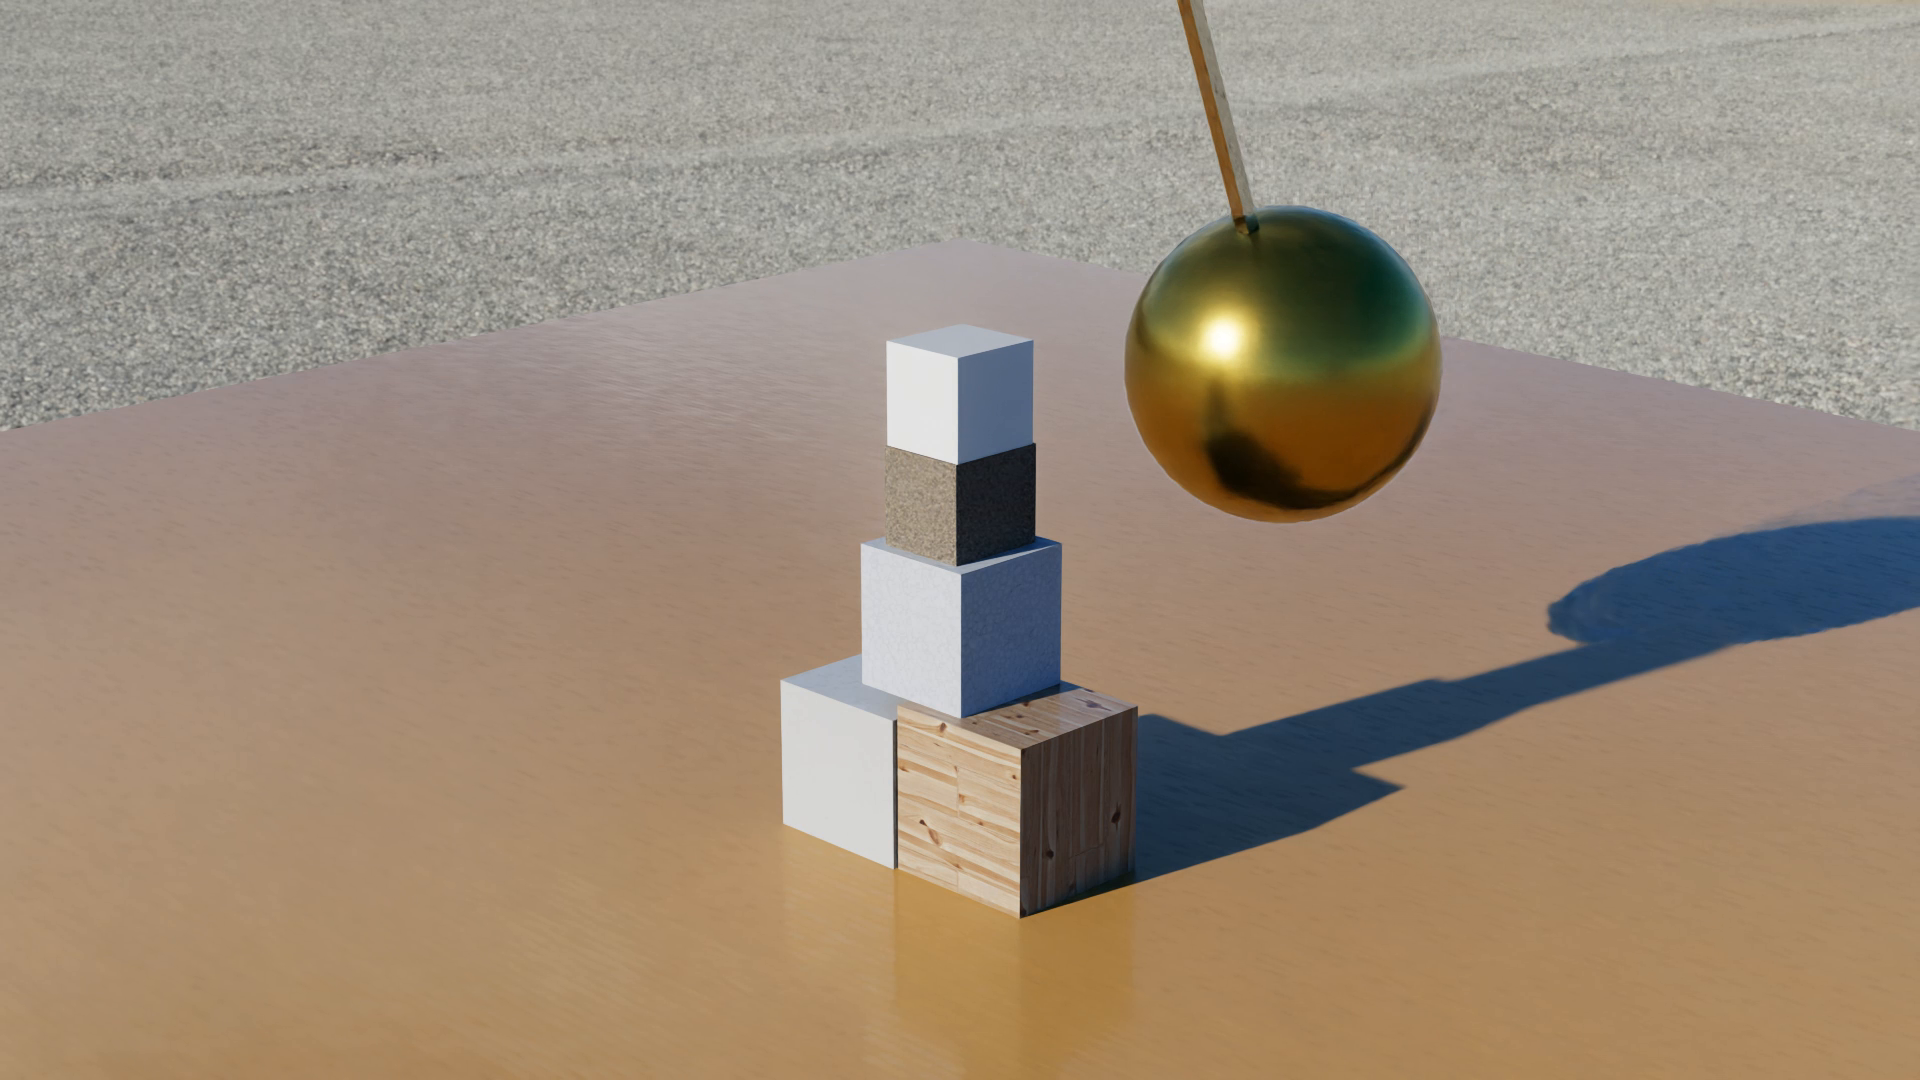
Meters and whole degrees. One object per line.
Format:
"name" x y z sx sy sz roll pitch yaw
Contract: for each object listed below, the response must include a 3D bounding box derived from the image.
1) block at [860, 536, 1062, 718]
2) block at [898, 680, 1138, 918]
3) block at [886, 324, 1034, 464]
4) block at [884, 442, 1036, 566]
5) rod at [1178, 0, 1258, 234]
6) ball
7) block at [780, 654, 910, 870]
"block" 0.007 0.339 13.455 0.652 0.678 0.643 -17 24 -42
"block" 0.261 1.133 13.399 0.767 0.804 0.775 -17 24 -42
"block" 0.001 -0.659 13.135 0.479 0.482 0.447 -17 24 -42
"block" 0.002 -0.206 13.279 0.510 0.468 0.455 -17 24 -42
"rod" 0.703 -3.604 12.946 0.080 5.200 0.080 17 46 42
"ball" 1.623 -0.883 14.765 1.600 1.600 1.600 0 17 0
"block" -0.282 1.000 13.943 0.832 0.731 0.762 -17 24 -42
